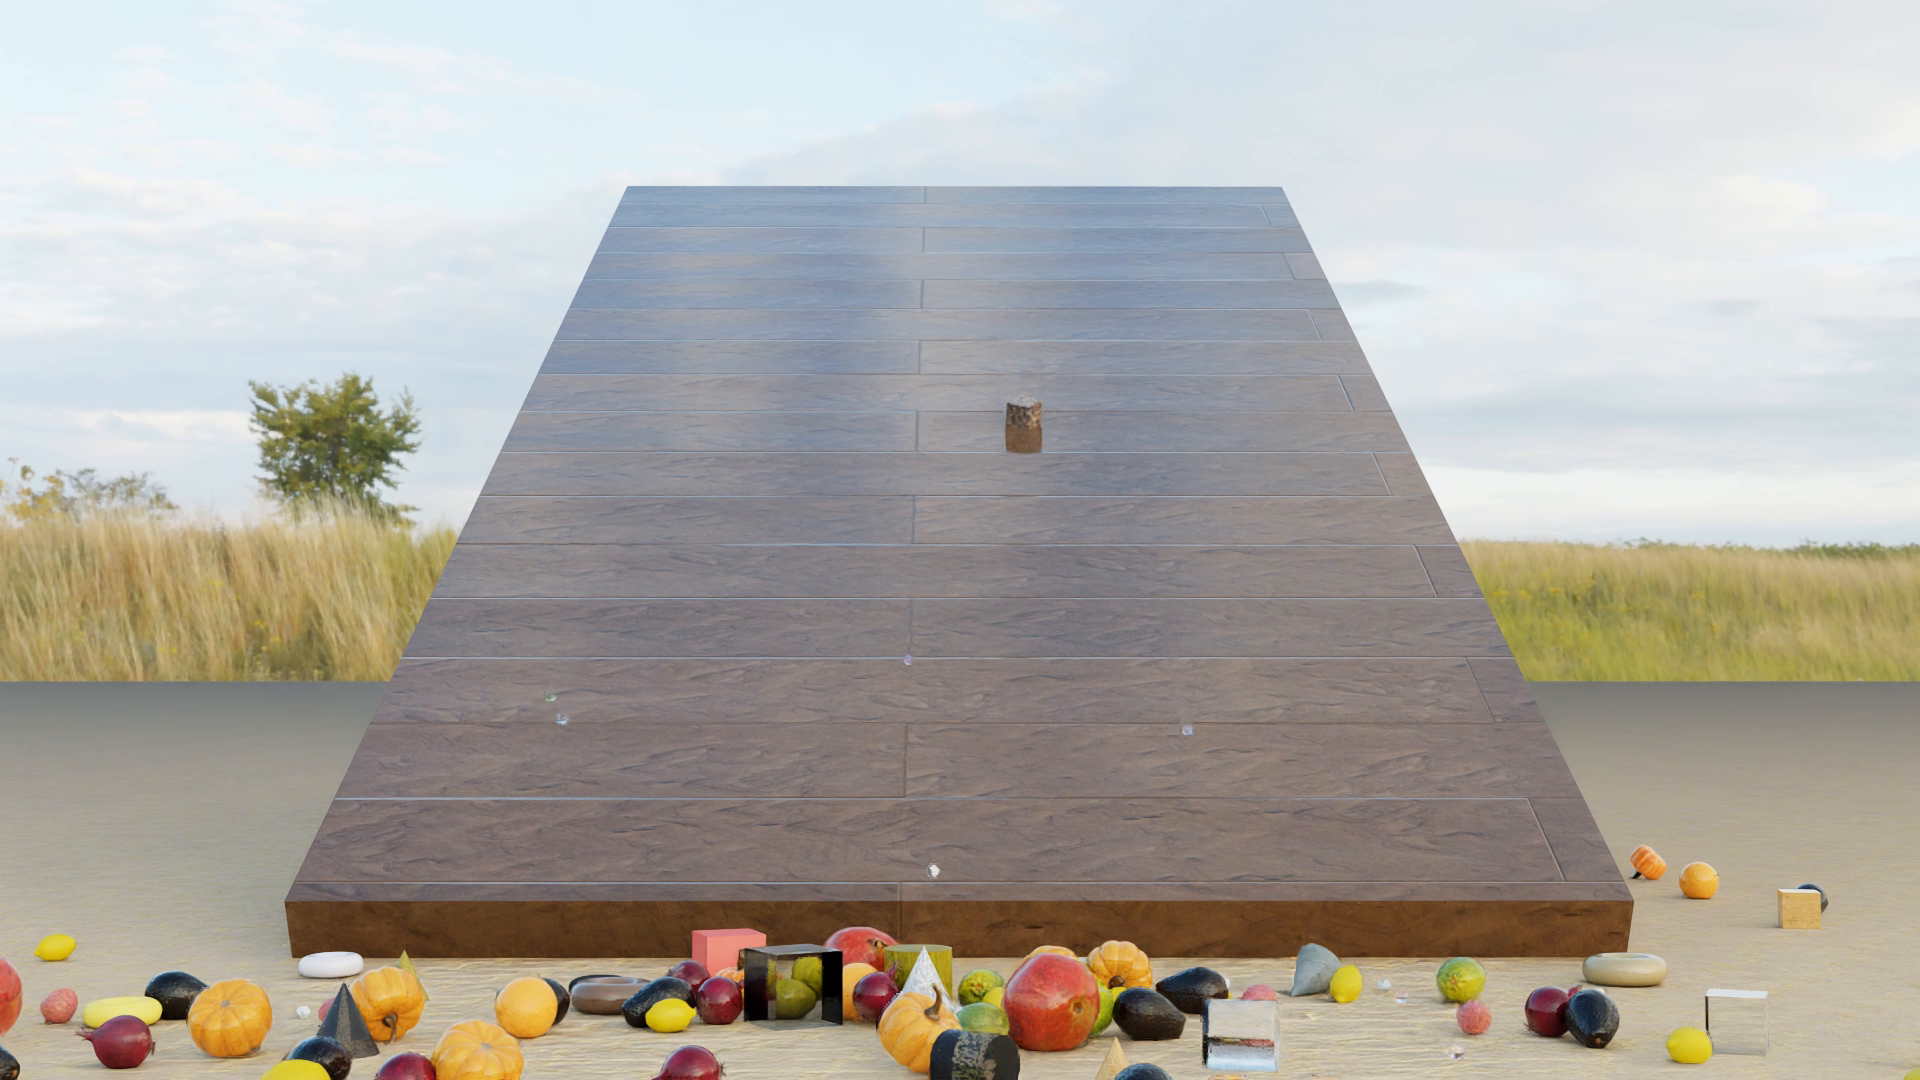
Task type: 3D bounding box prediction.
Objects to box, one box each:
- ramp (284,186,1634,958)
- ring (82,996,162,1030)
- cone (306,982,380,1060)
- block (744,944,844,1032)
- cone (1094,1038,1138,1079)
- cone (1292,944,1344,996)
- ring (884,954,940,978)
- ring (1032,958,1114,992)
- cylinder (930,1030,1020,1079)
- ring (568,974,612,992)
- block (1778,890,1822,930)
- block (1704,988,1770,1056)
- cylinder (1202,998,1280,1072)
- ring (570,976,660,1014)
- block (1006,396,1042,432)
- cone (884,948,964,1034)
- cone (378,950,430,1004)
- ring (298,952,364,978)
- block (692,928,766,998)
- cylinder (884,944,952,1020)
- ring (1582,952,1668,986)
[{"bbox_3d":[-0.008,-0.228,5.293,2.000,0.100,4.000,0,24,0],"label":"ramp"},{"bbox_3d":[-1.014,0.572,2.813,0.091,0.030,0.091,-1,-3,0],"label":"ring"},{"bbox_3d":[-0.690,0.534,2.601,0.081,0.081,0.081,0,-3,0],"label":"cone"},{"bbox_3d":[-0.203,0.543,2.829,0.090,0.090,0.090,2,-4,-30],"label":"block"},{"bbox_3d":[0.150,0.516,2.241,0.075,0.075,0.075,0,-3,0],"label":"cone"},{"bbox_3d":[0.459,0.586,3.081,0.074,0.074,0.074,-3,22,45],"label":"cone"},{"bbox_3d":[-0.068,0.601,3.271,0.080,0.027,0.080,-1,-3,0],"label":"ring"},{"bbox_3d":[0.154,0.589,3.149,0.112,0.037,0.112,1,-3,0],"label":"ring"},{"bbox_3d":[0.015,0.527,2.334,0.065,0.065,0.065,-5,-6,38],"label":"cylinder"},{"bbox_3d":[-0.474,0.588,3.050,0.080,0.027,0.080,0,-2,0],"label":"ring"},{"bbox_3d":[1.411,0.621,3.907,0.060,0.060,0.060,-1,-3,12],"label":"block"},{"bbox_3d":[0.878,0.544,2.624,0.064,0.064,0.064,-1,-4,22],"label":"block"},{"bbox_3d":[0.302,0.531,2.493,0.076,0.076,0.076,-1,-3,13],"label":"cylinder"},{"bbox_3d":[-0.437,0.576,2.940,0.113,0.038,0.113,1,-4,0],"label":"ring"},{"bbox_3d":[0.144,-0.284,5.224,0.059,0.059,0.059,14,27,29],"label":"block"},{"bbox_3d":[-0.043,0.537,2.789,0.098,0.098,0.098,0,-3,0],"label":"cone"},{"bbox_3d":[-0.723,0.566,3.023,0.066,0.066,0.066,0,-3,0],"label":"cone"},{"bbox_3d":[-0.887,0.600,3.279,0.089,0.030,0.089,-1,-3,0],"label":"ring"},{"bbox_3d":[-0.309,0.564,3.101,0.080,0.080,0.080,1,-4,-21],"label":"block"},{"bbox_3d":[-0.052,0.549,2.880,0.085,0.085,0.085,0,-3,0],"label":"cylinder"},{"bbox_3d":[0.915,0.591,3.198,0.114,0.038,0.114,-1,-4,0],"label":"ring"}]
